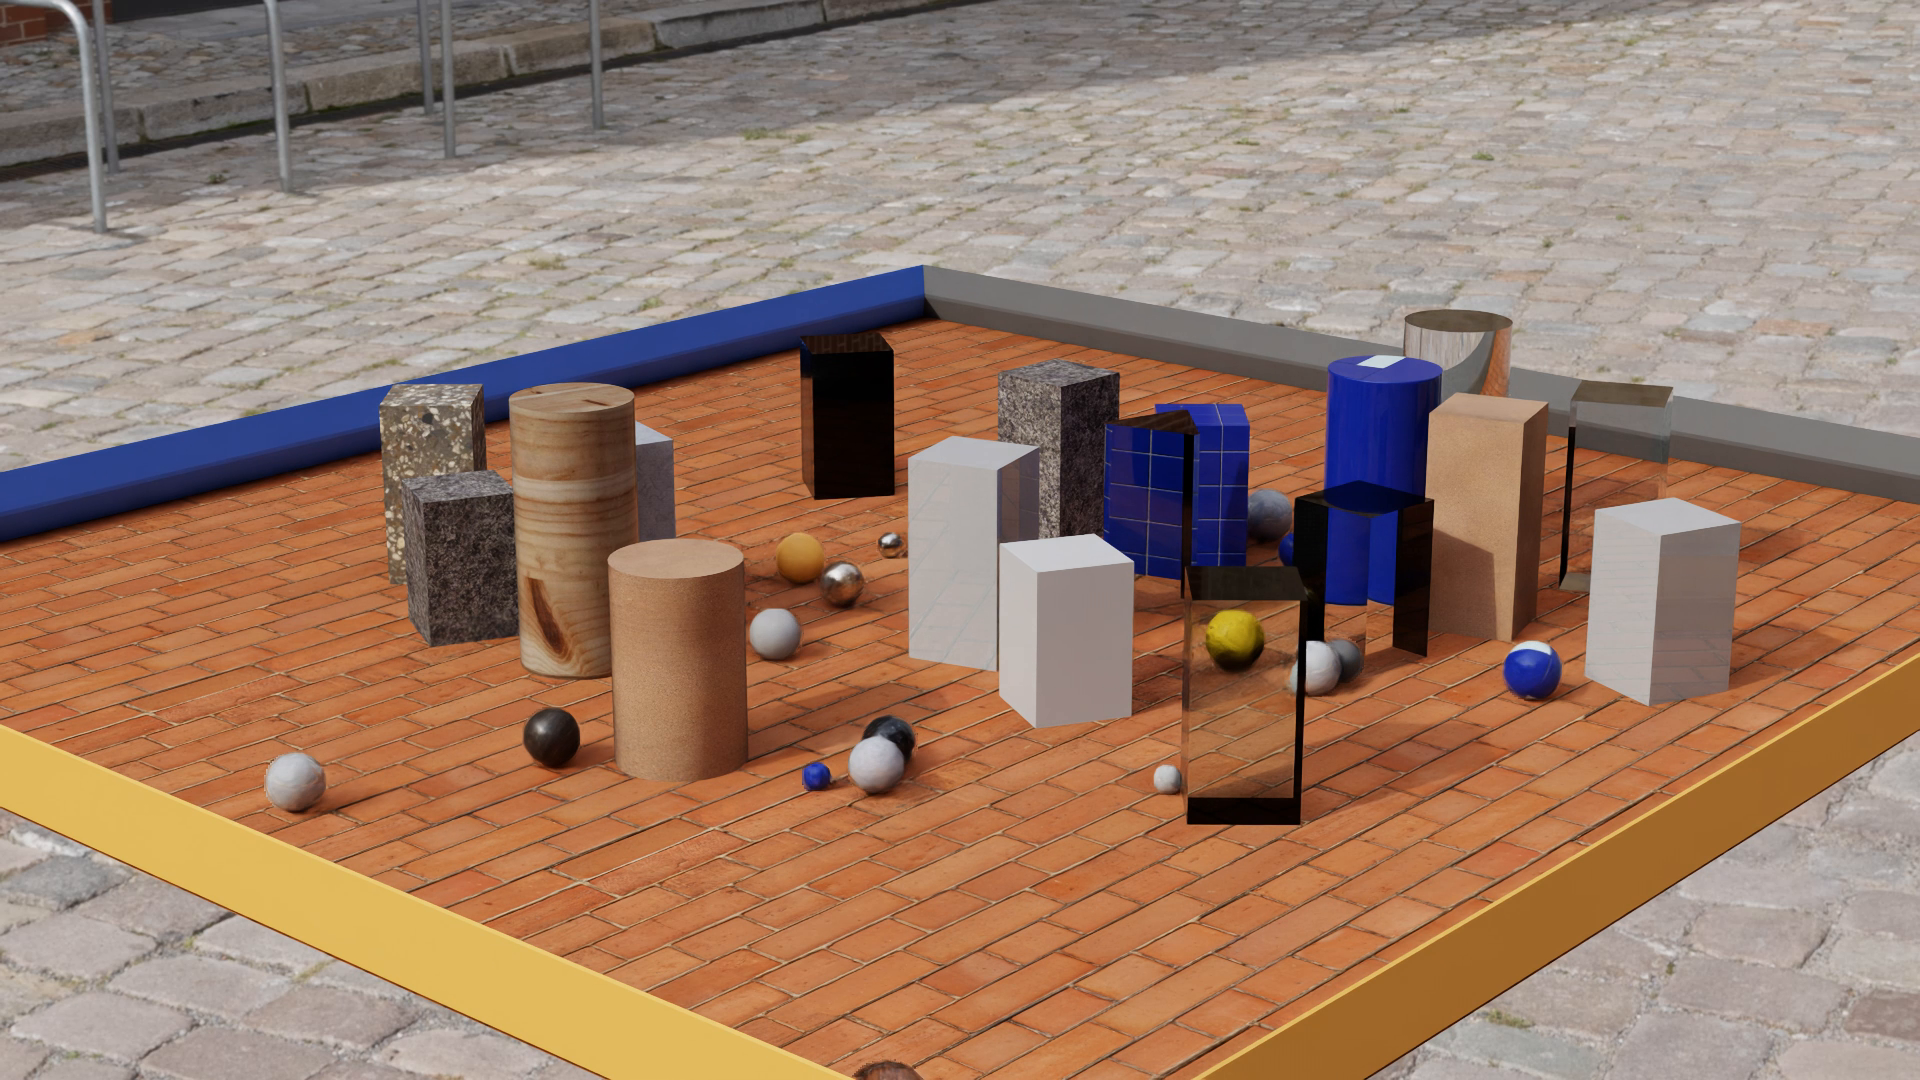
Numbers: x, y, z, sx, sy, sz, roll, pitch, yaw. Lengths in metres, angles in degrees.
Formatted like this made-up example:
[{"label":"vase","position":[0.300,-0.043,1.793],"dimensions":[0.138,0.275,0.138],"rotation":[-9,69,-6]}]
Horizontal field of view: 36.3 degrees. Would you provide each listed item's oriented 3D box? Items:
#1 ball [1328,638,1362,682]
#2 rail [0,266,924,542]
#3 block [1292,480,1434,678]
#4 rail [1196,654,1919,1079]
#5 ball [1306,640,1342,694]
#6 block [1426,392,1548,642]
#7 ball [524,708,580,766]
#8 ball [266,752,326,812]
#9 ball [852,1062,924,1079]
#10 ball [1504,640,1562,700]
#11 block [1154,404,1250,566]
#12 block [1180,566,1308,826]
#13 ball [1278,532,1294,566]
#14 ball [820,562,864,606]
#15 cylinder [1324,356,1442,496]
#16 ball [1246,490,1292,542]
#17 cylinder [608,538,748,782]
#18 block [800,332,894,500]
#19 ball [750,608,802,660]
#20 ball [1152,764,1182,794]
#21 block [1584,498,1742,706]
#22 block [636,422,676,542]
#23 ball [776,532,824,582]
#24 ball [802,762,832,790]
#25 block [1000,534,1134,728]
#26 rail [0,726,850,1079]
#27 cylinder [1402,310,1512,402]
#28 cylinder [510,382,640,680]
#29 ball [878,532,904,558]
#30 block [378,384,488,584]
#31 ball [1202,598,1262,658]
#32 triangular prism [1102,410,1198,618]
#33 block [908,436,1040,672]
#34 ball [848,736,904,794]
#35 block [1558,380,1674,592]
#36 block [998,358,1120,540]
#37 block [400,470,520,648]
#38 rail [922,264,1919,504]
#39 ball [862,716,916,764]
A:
[{"label":"ball","position":[0.609,0.193,4.698],"dimensions":[0.068,0.068,0.068],"rotation":[0,17,0]},{"label":"rail","position":[-1.156,-0.257,6.081],"dimensions":[0.045,0.129,3.302],"rotation":[14,22,39]},{"label":"block","position":[0.654,0.062,4.782],"dimensions":[0.159,0.269,0.159],"rotation":[-15,22,-40]},{"label":"rail","position":[1.156,0.322,4.158],"dimensions":[0.045,0.129,3.302],"rotation":[14,22,39]},{"label":"ball","position":[0.560,0.201,4.638],"dimensions":[0.086,0.086,0.086],"rotation":[0,17,0]},{"label":"block","position":[0.882,-0.040,4.936],"dimensions":[0.159,0.376,0.159],"rotation":[8,18,24]},{"label":"ball","position":[-0.604,0.291,4.342],"dimensions":[0.084,0.084,0.084],"rotation":[0,17,0]},{"label":"ball","position":[-0.943,0.344,4.168],"dimensions":[0.084,0.084,0.084],"rotation":[0,17,0]},{"label":"ball","position":[-0.079,0.622,3.217],"dimensions":[0.099,0.099,0.099],"rotation":[0,17,0]},{"label":"ball","position":[0.903,0.205,4.617],"dimensions":[0.092,0.092,0.092],"rotation":[0,17,0]},{"label":"block","position":[0.433,-0.094,5.296],"dimensions":[0.159,0.272,0.159],"rotation":[0,17,0]},{"label":"block","position":[0.400,0.219,4.152],"dimensions":[0.159,0.332,0.159],"rotation":[0,17,1]},{"label":"ball","position":[0.609,0.021,5.260],"dimensions":[0.072,0.072,0.072],"rotation":[0,17,0]},{"label":"ball","position":[-0.204,0.075,5.073],"dimensions":[0.076,0.076,0.076],"rotation":[0,17,0]},{"label":"cylinder","position":[0.741,-0.113,5.160],"dimensions":[0.199,0.387,0.199],"rotation":[0,17,0]},{"label":"ball","position":[0.568,-0.045,5.433],"dimensions":[0.098,0.098,0.098],"rotation":[0,17,0]},{"label":"cylinder","position":[-0.415,0.176,4.331],"dimensions":[0.199,0.312,0.199],"rotation":[0,17,0]},{"label":"block","position":[-0.222,-0.244,5.760],"dimensions":[0.159,0.291,0.159],"rotation":[-3,17,-11]},{"label":"ball","position":[-0.302,0.153,4.797],"dimensions":[0.086,0.086,0.086],"rotation":[0,17,0]},{"label":"ball","position":[0.300,0.345,4.236],"dimensions":[0.042,0.042,0.042],"rotation":[0,17,0]},{"label":"block","position":[1.113,0.096,4.652],"dimensions":[0.159,0.279,0.159],"rotation":[-8,19,-25]},{"label":"block","position":[-0.591,-0.026,4.995],"dimensions":[0.159,0.315,0.159],"rotation":[-10,19,-29]},{"label":"ball","position":[-0.283,0.032,5.197],"dimensions":[0.088,0.088,0.088],"rotation":[0,17,0]},{"label":"ball","position":[-0.207,0.342,4.247],"dimensions":[0.041,0.041,0.041],"rotation":[0,17,0]},{"label":"block","position":[0.164,0.140,4.556],"dimensions":[0.159,0.251,0.159],"rotation":[-6,18,-19]},{"label":"rail","position":[-1.067,0.387,3.943],"dimensions":[3.110,0.129,0.045],"rotation":[14,22,39]},{"label":"cylinder","position":[0.924,-0.217,5.490],"dimensions":[0.199,0.395,0.199],"rotation":[0,17,0]},{"label":"cylinder","position":[-0.619,-0.015,4.738],"dimensions":[0.199,0.443,0.199],"rotation":[0,17,0]},{"label":"ball","position":[-0.127,0.009,5.342],"dimensions":[0.048,0.048,0.048],"rotation":[0,17,0]},{"label":"block","position":[-0.933,-0.101,5.225],"dimensions":[0.159,0.325,0.159],"rotation":[0,17,-1]},{"label":"ball","position":[0.447,0.144,4.807],"dimensions":[0.097,0.097,0.097],"rotation":[0,17,0]},{"label":"triangular prism","position":[0.356,-0.051,5.063],"dimensions":[0.172,0.325,0.149],"rotation":[9,19,26]},{"label":"block","position":[0.023,0.020,4.800],"dimensions":[0.159,0.339,0.159],"rotation":[8,19,25]},{"label":"ball","position":[-0.121,0.325,4.234],"dimensions":[0.082,0.082,0.082],"rotation":[0,17,0]},{"label":"block","position":[1.157,-0.092,5.167],"dimensions":[0.159,0.342,0.159],"rotation":[6,18,18]},{"label":"block","position":[0.183,-0.163,5.462],"dimensions":[0.159,0.307,0.159],"rotation":[16,23,43]},{"label":"block","position":[-0.836,0.029,4.928],"dimensions":[0.159,0.249,0.159],"rotation":[-7,18,-22]},{"label":"rail","position":[1.067,-0.322,6.296],"dimensions":[3.110,0.129,0.045],"rotation":[14,22,39]},{"label":"ball","position":[-0.105,0.298,4.327],"dimensions":[0.080,0.080,0.080],"rotation":[0,17,0]}]
